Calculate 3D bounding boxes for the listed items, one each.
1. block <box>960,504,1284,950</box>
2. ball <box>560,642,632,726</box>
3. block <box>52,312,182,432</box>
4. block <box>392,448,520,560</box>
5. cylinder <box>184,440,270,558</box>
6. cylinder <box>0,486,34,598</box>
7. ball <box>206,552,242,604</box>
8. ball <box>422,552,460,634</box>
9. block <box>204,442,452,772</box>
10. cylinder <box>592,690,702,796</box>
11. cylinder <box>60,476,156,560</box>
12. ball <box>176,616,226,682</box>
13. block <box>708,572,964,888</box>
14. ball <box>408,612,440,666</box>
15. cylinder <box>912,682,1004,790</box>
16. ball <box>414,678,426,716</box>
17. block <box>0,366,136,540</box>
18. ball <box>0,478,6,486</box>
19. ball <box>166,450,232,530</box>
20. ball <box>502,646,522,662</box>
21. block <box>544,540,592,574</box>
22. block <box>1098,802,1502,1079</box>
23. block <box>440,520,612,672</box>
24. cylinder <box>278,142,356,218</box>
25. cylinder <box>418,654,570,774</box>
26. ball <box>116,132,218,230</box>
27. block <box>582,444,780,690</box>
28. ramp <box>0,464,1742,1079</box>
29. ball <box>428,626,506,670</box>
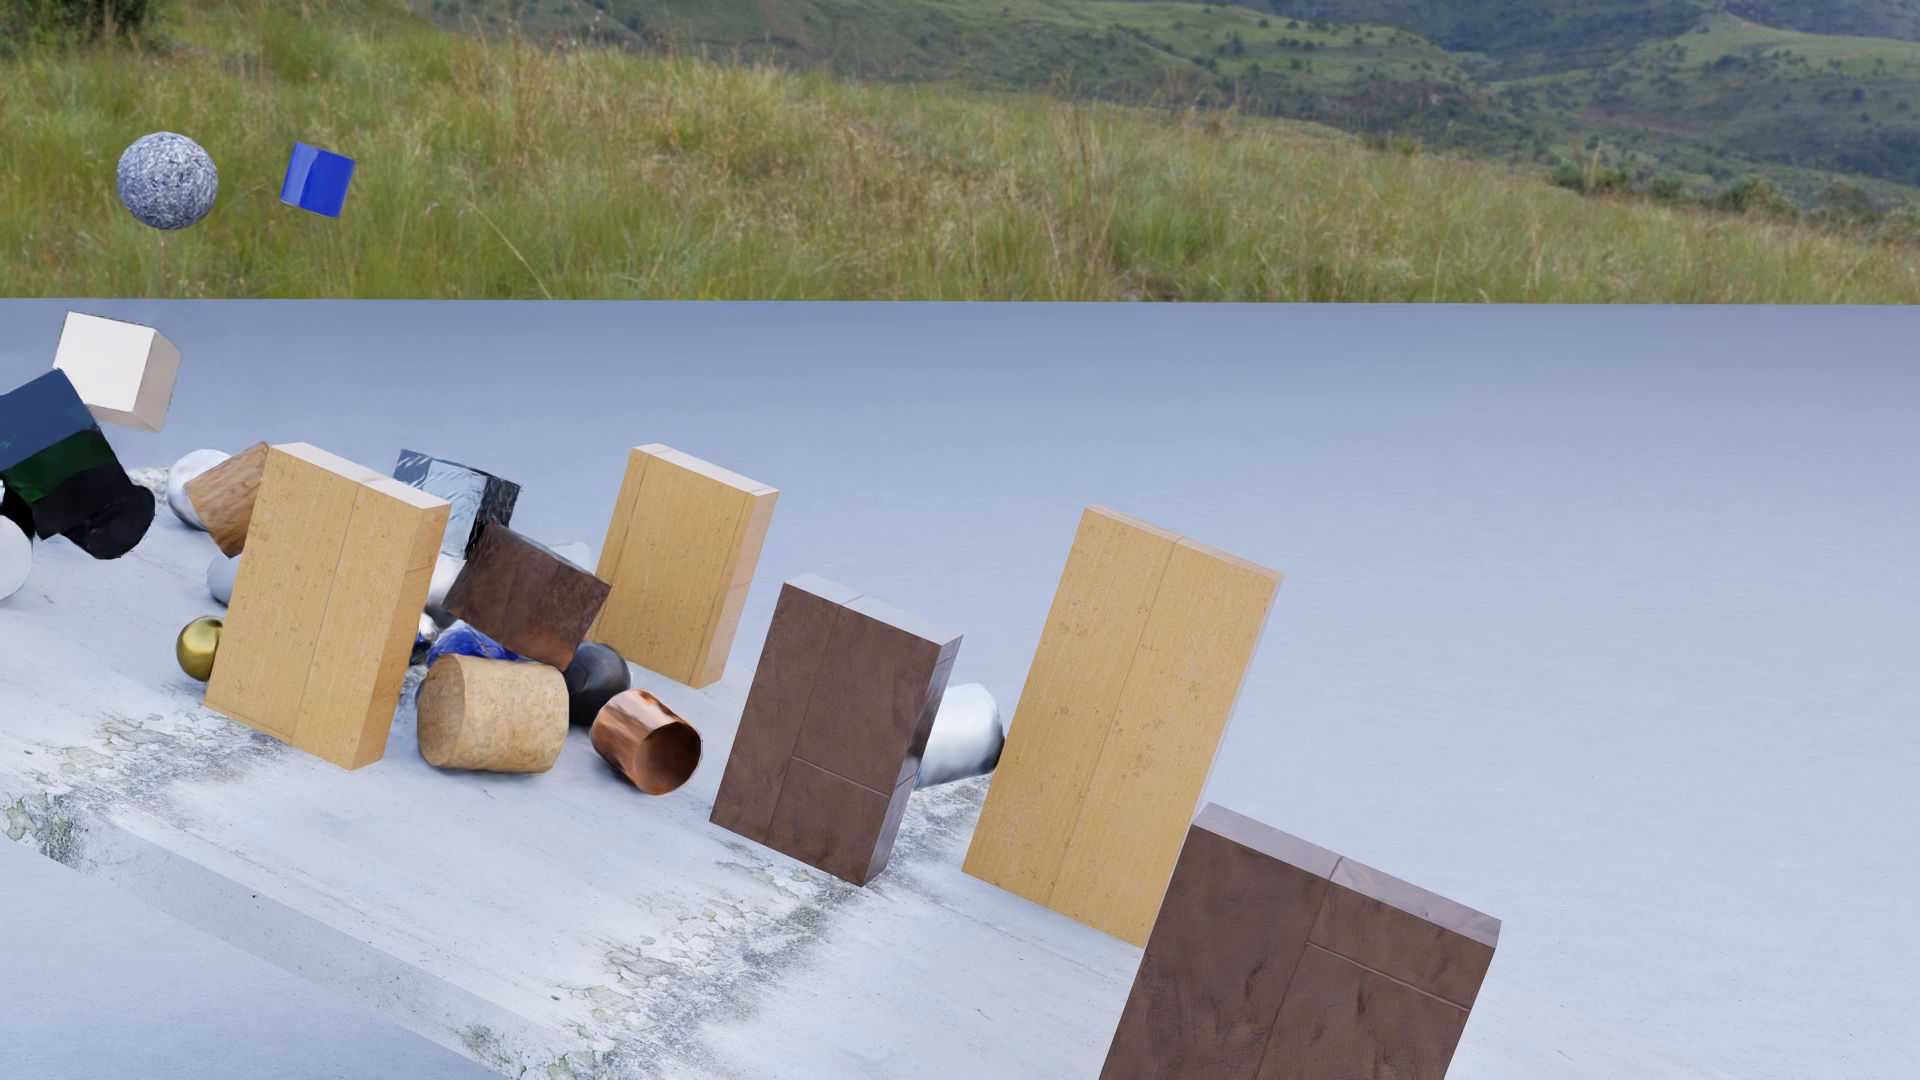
[{"bbox_3d":[0.315,0.366,4.339,0.397,0.784,0.096,21,12,14],"label":"block"},{"bbox_3d":[-0.765,0.296,4.532,0.173,0.173,0.173,0,7,0],"label":"ball"},{"bbox_3d":[-1.859,-0.367,4.837,0.190,0.190,0.190,11,-11,0],"label":"block"},{"bbox_3d":[-0.986,-0.060,4.242,0.168,0.168,0.168,14,-5,23],"label":"block"},{"bbox_3d":[-1.345,-0.076,4.145,0.164,0.164,0.164,-31,14,-11],"label":"cylinder"},{"bbox_3d":[-1.864,0.003,4.189,0.183,0.183,0.183,-3,19,-21],"label":"cylinder"},{"bbox_3d":[-1.499,0.079,4.555,0.117,0.117,0.117,0,7,0],"label":"ball"},{"bbox_3d":[-1.157,0.112,4.717,0.197,0.197,0.197,0,7,0],"label":"ball"},{"bbox_3d":[-1.143,0.118,3.968,0.321,0.504,0.102,21,12,14],"label":"block"},{"bbox_3d":[-0.618,0.397,4.330,0.157,0.157,0.157,-6,25,-40],"label":"cylinder"},{"bbox_3d":[-1.812,-0.078,4.589,0.178,0.178,0.178,31,17,18],"label":"cylinder"},{"bbox_3d":[-1.391,0.202,4.083,0.124,0.124,0.124,0,7,0],"label":"ball"},{"bbox_3d":[-0.239,0.362,4.224,0.330,0.500,0.139,21,12,14],"label":"block"},{"bbox_3d":[-1.134,0.202,4.544,0.115,0.115,0.115,0,7,0],"label":"ball"},{"bbox_3d":[-0.038,0.397,4.433,0.187,0.187,0.187,-10,10,-27],"label":"cylinder"},{"bbox_3d":[-0.997,0.313,4.252,0.115,0.115,0.115,0,7,0],"label":"ball"},{"bbox_3d":[-1.818,-0.173,4.398,0.204,0.204,0.204,-32,53,-18],"label":"block"},{"bbox_3d":[-2.000,-0.107,4.645,0.116,0.116,0.116,0,7,0],"label":"ball"},{"bbox_3d":[-1.697,-0.113,4.965,0.182,0.182,0.182,0,7,0],"label":"ball"},{"bbox_3d":[-0.984,0.217,4.707,0.113,0.113,0.113,0,7,0],"label":"ball"},{"bbox_3d":[-0.894,0.086,4.814,0.148,0.148,0.148,-8,5,-20],"label":"block"},{"bbox_3d":[0.440,0.757,3.116,0.437,0.638,0.135,21,12,14],"label":"block"},{"bbox_3d":[-0.832,0.109,4.232,0.191,0.191,0.191,28,-3,27],"label":"block"},{"bbox_3d":[-1.379,-0.773,4.720,0.129,0.129,0.129,18,6,-2],"label":"cylinder"},{"bbox_3d":[-0.877,0.328,4.129,0.209,0.209,0.209,10,0,-36],"label":"cylinder"},{"bbox_3d":[-1.518,-0.687,4.212,0.185,0.185,0.185,0,7,0],"label":"ball"},{"bbox_3d":[-0.649,0.058,5.052,0.320,0.472,0.136,21,12,14],"label":"block"},{"bbox_3d":[-0.348,0.649,4.220,4.000,0.100,2.000,21,12,14],"label":"ramp"},{"bbox_3d":[-0.992,0.252,4.432,0.157,0.157,0.157,0,7,0],"label":"ball"}]
